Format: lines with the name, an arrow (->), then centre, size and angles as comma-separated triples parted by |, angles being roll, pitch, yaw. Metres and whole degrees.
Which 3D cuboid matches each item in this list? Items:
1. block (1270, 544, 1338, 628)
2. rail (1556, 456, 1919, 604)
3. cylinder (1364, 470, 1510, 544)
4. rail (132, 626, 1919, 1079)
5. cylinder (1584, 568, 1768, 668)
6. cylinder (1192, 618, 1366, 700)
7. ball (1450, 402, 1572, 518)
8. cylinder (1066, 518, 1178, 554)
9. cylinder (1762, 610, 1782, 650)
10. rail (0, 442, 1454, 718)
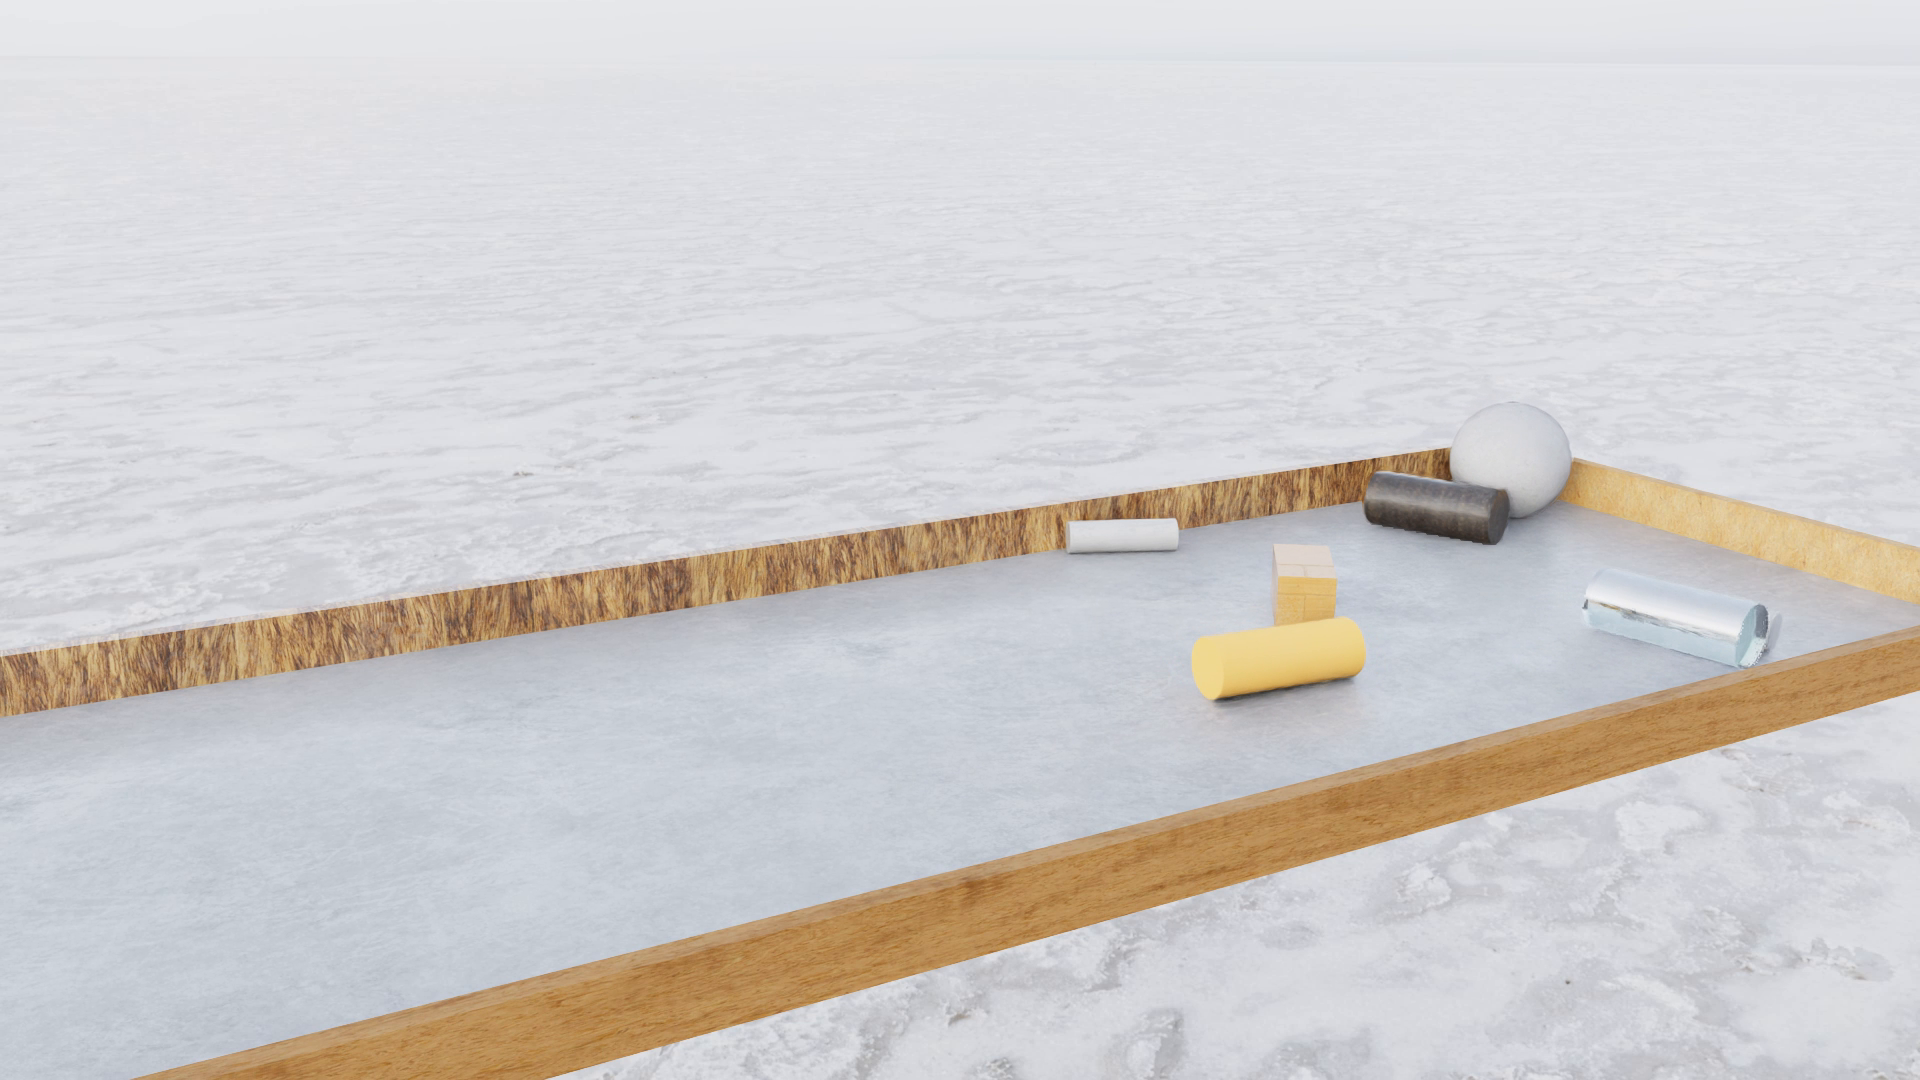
block -> 0.961, 0.132, 4.627 | 0.156, 0.156, 0.312 | 2, 17, 8
rail -> 2.466, -0.048, 5.253 | 0.050, 0.150, 2.100 | -9, 18, -27
cylinder -> 1.562, -0.110, 5.411 | 0.421, 0.179, 0.179 | 12, 20, 36
rail -> -2.336, 1.006, 1.665 | 12.000, 0.150, 0.050 | -9, 18, -27
cylinder -> 1.887, 0.202, 4.363 | 0.172, 0.172, 0.417 | -14, 21, -39
cylinder -> 0.791, 0.292, 4.091 | 0.406, 0.153, 0.153 | -7, 18, -21
ball -> 1.860, -0.270, 5.576 | 0.393, 0.393, 0.393 | 0, 16, 0
cylinder -> 0.512, -0.014, 5.219 | 0.343, 0.102, 0.102 | -2, 16, -5
cylinder -> 2.030, 0.213, 4.449 | 0.318, 0.101, 0.101 | 14, 22, 40
rail -> -3.305, 0.497, 3.399 | 12.000, 0.150, 0.050 | -9, 18, -27
